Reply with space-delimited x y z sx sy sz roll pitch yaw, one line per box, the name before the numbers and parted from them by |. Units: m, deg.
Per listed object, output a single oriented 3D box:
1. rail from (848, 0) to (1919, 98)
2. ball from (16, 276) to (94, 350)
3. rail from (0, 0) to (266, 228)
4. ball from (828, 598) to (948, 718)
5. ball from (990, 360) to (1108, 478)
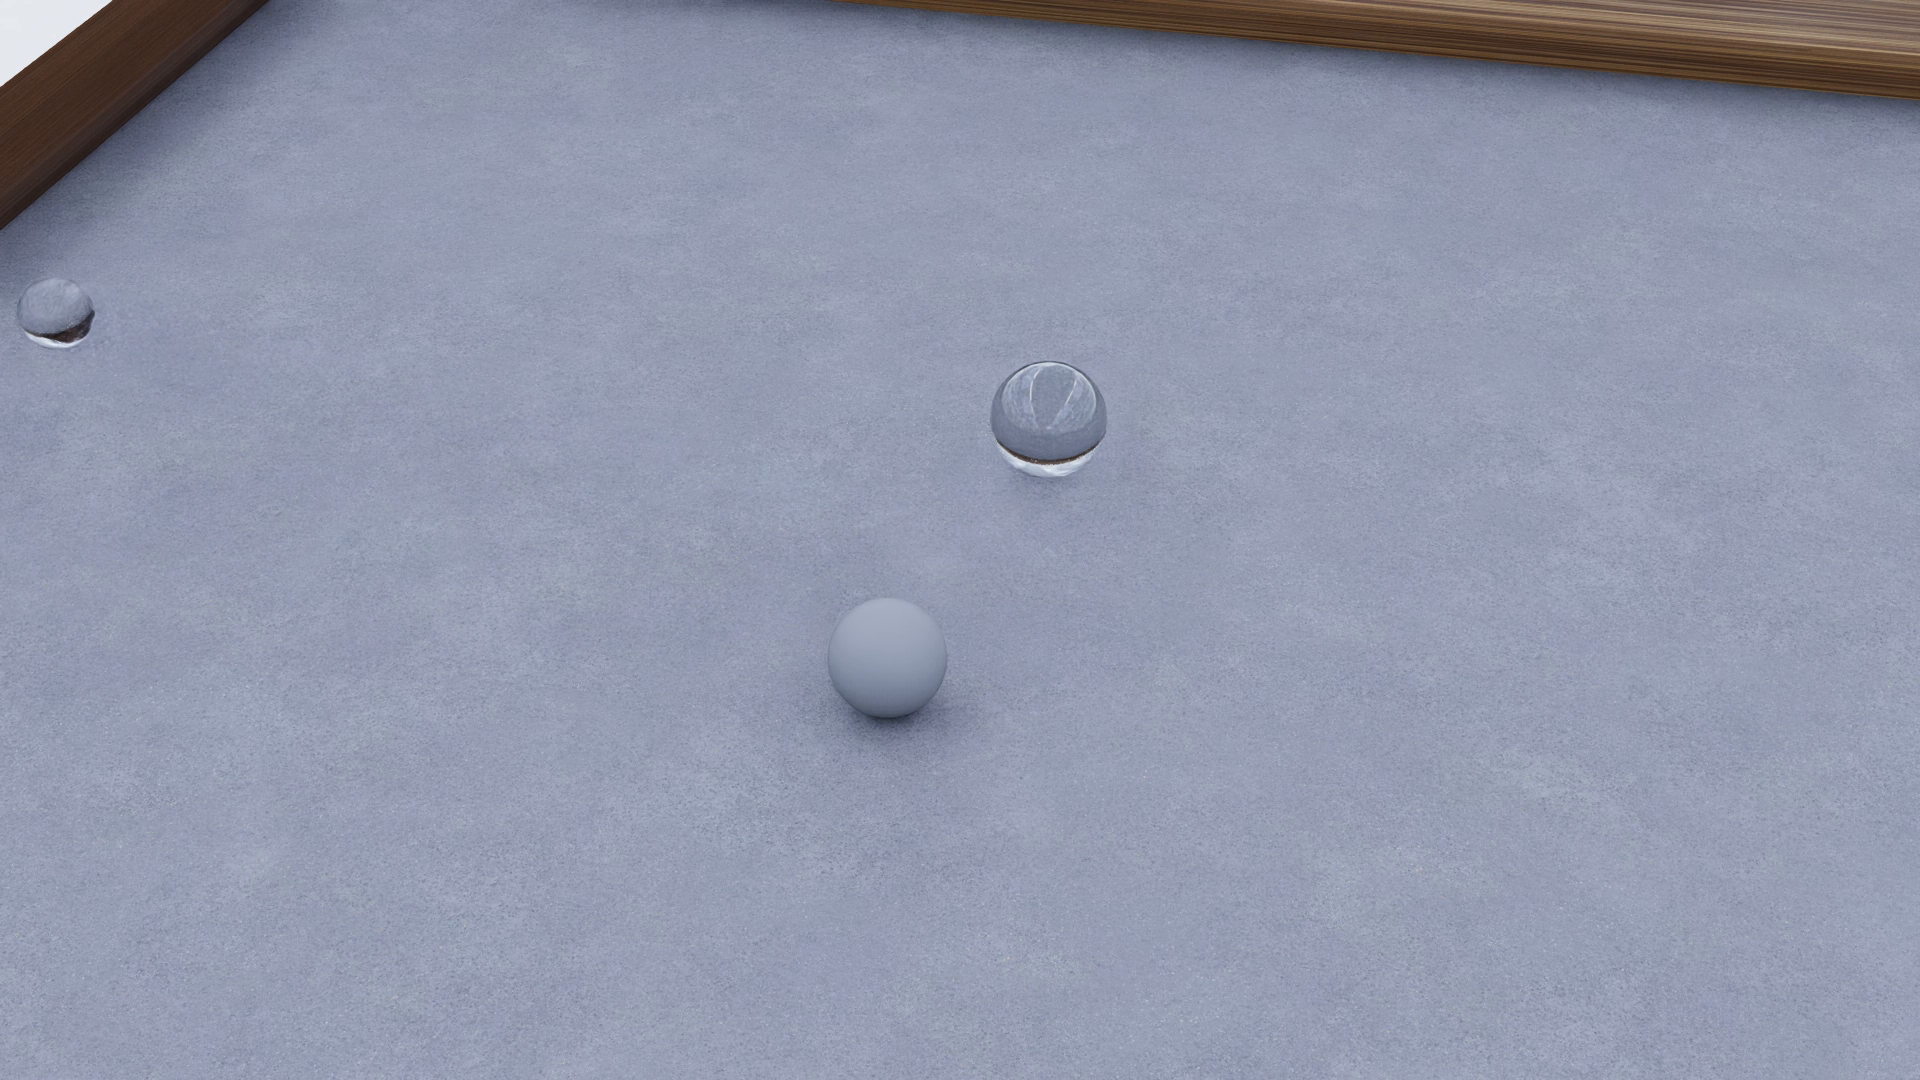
rail | 1.205 -0.457 2.520 3.990 0.121 0.045 7 35 11
ball | -0.771 -0.193 2.186 0.062 0.062 0.062 0 34 0
rail | -0.948 -0.143 2.059 0.045 0.121 2.107 7 35 11
ball | -0.050 0.081 1.766 0.083 0.083 0.083 0 34 0
ball | 0.070 -0.095 2.015 0.093 0.093 0.093 0 34 0
